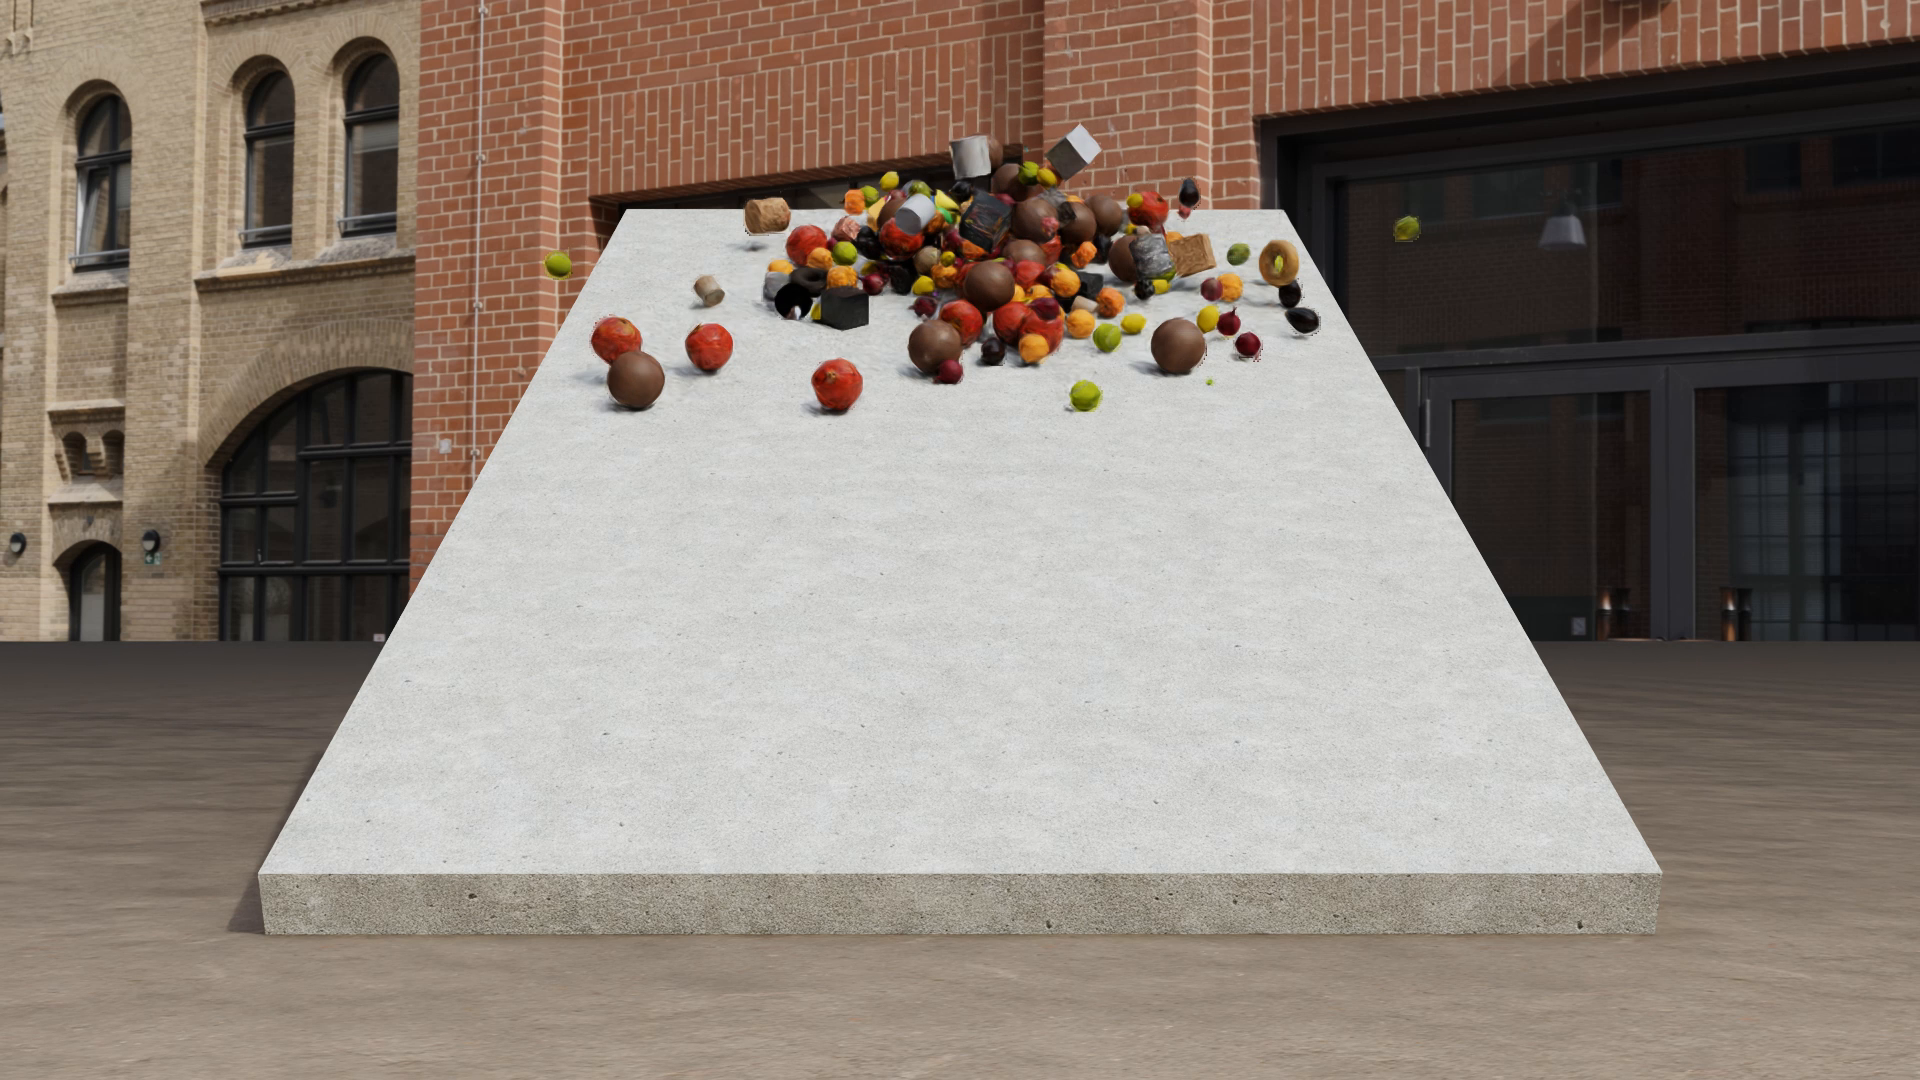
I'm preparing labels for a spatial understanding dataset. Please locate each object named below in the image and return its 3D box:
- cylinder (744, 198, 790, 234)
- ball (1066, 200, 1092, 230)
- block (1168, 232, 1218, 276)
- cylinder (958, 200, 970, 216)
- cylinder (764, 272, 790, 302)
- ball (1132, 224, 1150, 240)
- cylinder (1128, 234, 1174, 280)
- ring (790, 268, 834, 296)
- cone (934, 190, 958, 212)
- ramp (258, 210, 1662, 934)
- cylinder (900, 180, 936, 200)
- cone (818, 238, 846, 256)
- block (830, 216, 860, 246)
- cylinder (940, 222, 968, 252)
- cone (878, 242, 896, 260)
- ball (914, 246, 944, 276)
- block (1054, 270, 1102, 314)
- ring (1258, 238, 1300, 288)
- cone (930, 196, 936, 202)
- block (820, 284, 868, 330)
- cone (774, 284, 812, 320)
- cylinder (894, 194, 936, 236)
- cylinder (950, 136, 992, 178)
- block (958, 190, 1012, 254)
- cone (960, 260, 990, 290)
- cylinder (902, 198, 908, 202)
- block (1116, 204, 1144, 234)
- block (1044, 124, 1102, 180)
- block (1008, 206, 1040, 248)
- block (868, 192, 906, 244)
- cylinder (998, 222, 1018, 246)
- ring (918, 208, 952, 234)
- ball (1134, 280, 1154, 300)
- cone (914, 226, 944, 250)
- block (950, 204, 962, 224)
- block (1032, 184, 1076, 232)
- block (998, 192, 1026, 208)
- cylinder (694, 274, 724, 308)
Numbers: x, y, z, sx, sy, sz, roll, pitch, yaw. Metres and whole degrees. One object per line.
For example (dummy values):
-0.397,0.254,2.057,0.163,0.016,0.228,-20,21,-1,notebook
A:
-0.546,-0.918,6.488,0.095,0.095,0.095,-12,5,-34,cylinder
0.341,-0.955,6.731,0.090,0.090,0.090,0,-2,0,ball
0.622,-0.762,6.128,0.092,0.092,0.092,-16,0,19,block
0.027,-0.929,6.489,0.050,0.050,0.050,1,22,-24,cylinder
-0.475,-0.656,5.948,0.067,0.067,0.067,2,-4,0,cylinder
0.510,-0.861,6.444,0.050,0.050,0.050,0,-2,0,ball
0.498,-0.738,5.975,0.096,0.096,0.096,-16,-5,-1,cylinder
-0.397,-0.687,6.099,0.125,0.042,0.125,5,32,-3,ring
-0.034,-0.955,6.539,0.080,0.080,0.080,12,-3,-2,cone
-0.006,-0.219,5.140,2.000,0.100,4.000,0,22,0,ramp
-0.122,-1.008,6.810,0.099,0.099,0.099,1,25,-15,cylinder
-0.367,-0.820,6.450,0.076,0.076,0.076,-21,-4,4,cone
-0.306,-0.829,6.145,0.050,0.050,0.050,35,-33,-22,block
-0.016,-0.825,6.247,0.060,0.060,0.060,-16,-11,-3,cylinder
-0.214,-0.803,6.436,0.052,0.052,0.052,1,-7,-25,cone
-0.085,-0.751,6.182,0.083,0.083,0.083,0,-2,0,ball
0.308,-0.638,5.932,0.091,0.091,0.091,12,25,26,block
0.829,-0.720,5.954,0.042,0.126,0.126,-6,2,-40,ring
-0.059,-0.980,6.604,0.071,0.071,0.071,1,-29,-26,cone
-0.292,-0.589,5.813,0.086,0.086,0.086,-17,28,-37,block
-0.427,-0.605,5.907,0.095,0.095,0.095,0,-4,-1,cone
-0.113,-0.822,5.791,0.078,0.078,0.078,-2,33,33,cylinder
0.028,-1.010,6.043,0.098,0.098,0.098,-8,14,2,cylinder
0.065,-0.801,5.769,0.096,0.096,0.096,31,-16,7,block
0.025,-0.703,6.168,0.085,0.085,0.085,1,-5,-23,cone
-0.131,-0.945,6.696,0.093,0.093,0.093,20,11,39,cylinder
0.499,-0.944,6.730,0.070,0.070,0.070,5,22,13,block
0.319,-1.092,6.454,0.096,0.096,0.096,-31,13,44,block
0.174,-0.899,6.577,0.081,0.081,0.081,21,34,33,block
-0.197,-0.913,6.519,0.091,0.091,0.091,-38,-21,-11,block
0.118,-0.840,6.272,0.060,0.060,0.060,-17,2,-14,cylinder
-0.072,-0.898,6.529,0.109,0.036,0.109,-18,-37,-14,ring
0.485,-0.660,6.039,0.055,0.055,0.055,0,-2,0,ball
-0.060,-0.847,6.391,0.095,0.095,0.095,-44,2,-6,cone
-0.028,-0.939,6.694,0.061,0.061,0.061,9,-24,21,block
0.258,-0.909,6.289,0.077,0.077,0.077,-36,-38,0,block
0.150,-0.973,6.763,0.073,0.073,0.073,8,-40,19,block
-0.652,-0.648,5.959,0.059,0.059,0.059,-29,-28,-18,cylinder
